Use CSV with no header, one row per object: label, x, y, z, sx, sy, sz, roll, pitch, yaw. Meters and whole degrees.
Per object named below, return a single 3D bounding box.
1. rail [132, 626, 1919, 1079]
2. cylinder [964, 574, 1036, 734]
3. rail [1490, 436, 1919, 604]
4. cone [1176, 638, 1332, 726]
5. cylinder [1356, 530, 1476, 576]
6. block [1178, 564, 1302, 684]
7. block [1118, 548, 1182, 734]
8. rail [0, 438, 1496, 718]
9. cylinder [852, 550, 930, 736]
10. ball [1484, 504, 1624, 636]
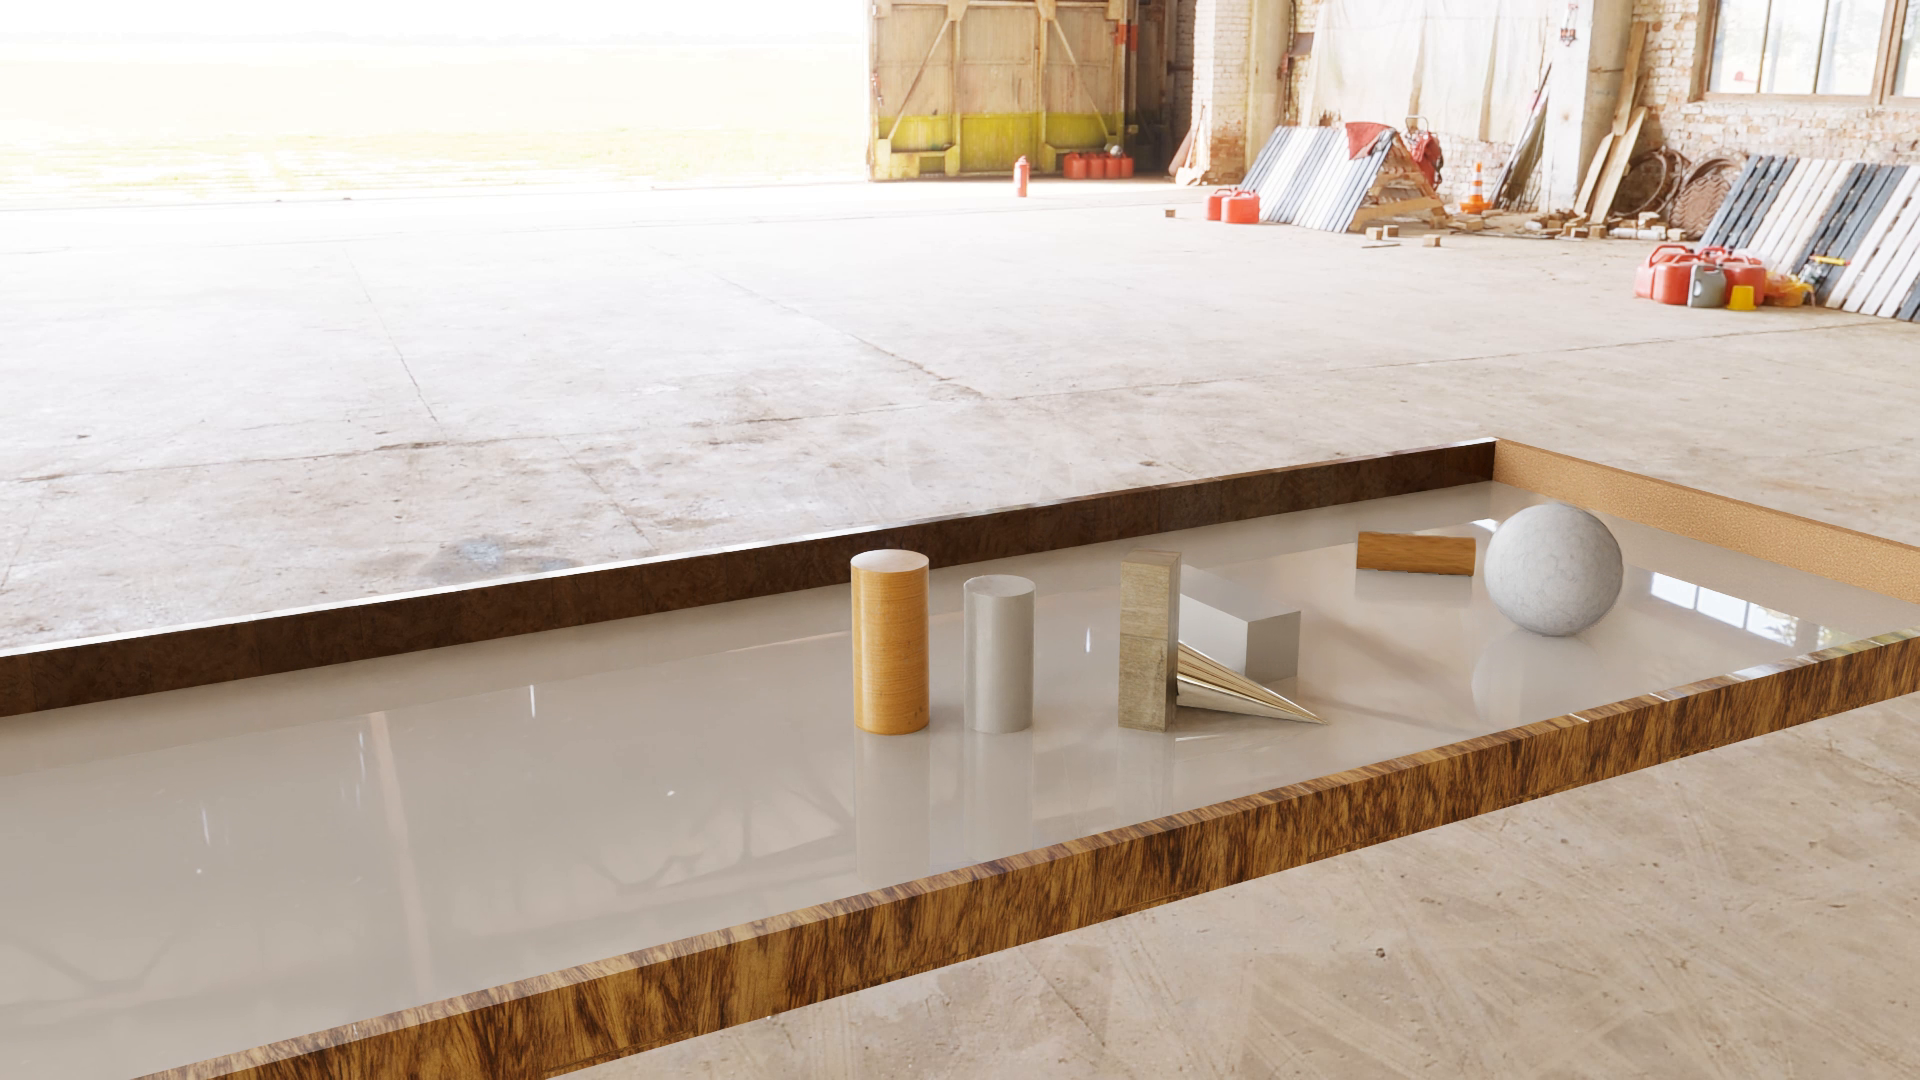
rail,-2.336,1.006,1.665,12.000,0.150,0.050,-9,18,-27
cylinder,0.092,0.265,3.858,0.165,0.335,0.165,0,16,0
rail,2.466,-0.048,5.253,0.050,0.150,2.100,-9,18,-27
cone,0.673,0.370,3.940,0.443,0.176,0.176,18,21,17
cylinder,1.386,0.039,5.019,0.343,0.114,0.114,4,17,13
block,0.662,0.218,4.305,0.174,0.174,0.460,-10,19,-30
block,0.440,0.233,3.833,0.112,0.408,0.112,6,19,20
rail,-3.305,0.497,3.399,12.000,0.150,0.050,-9,18,-27
cylinder,-0.161,0.237,3.845,0.179,0.396,0.179,0,16,0
ball,1.601,0.079,4.456,0.356,0.356,0.356,0,16,0
